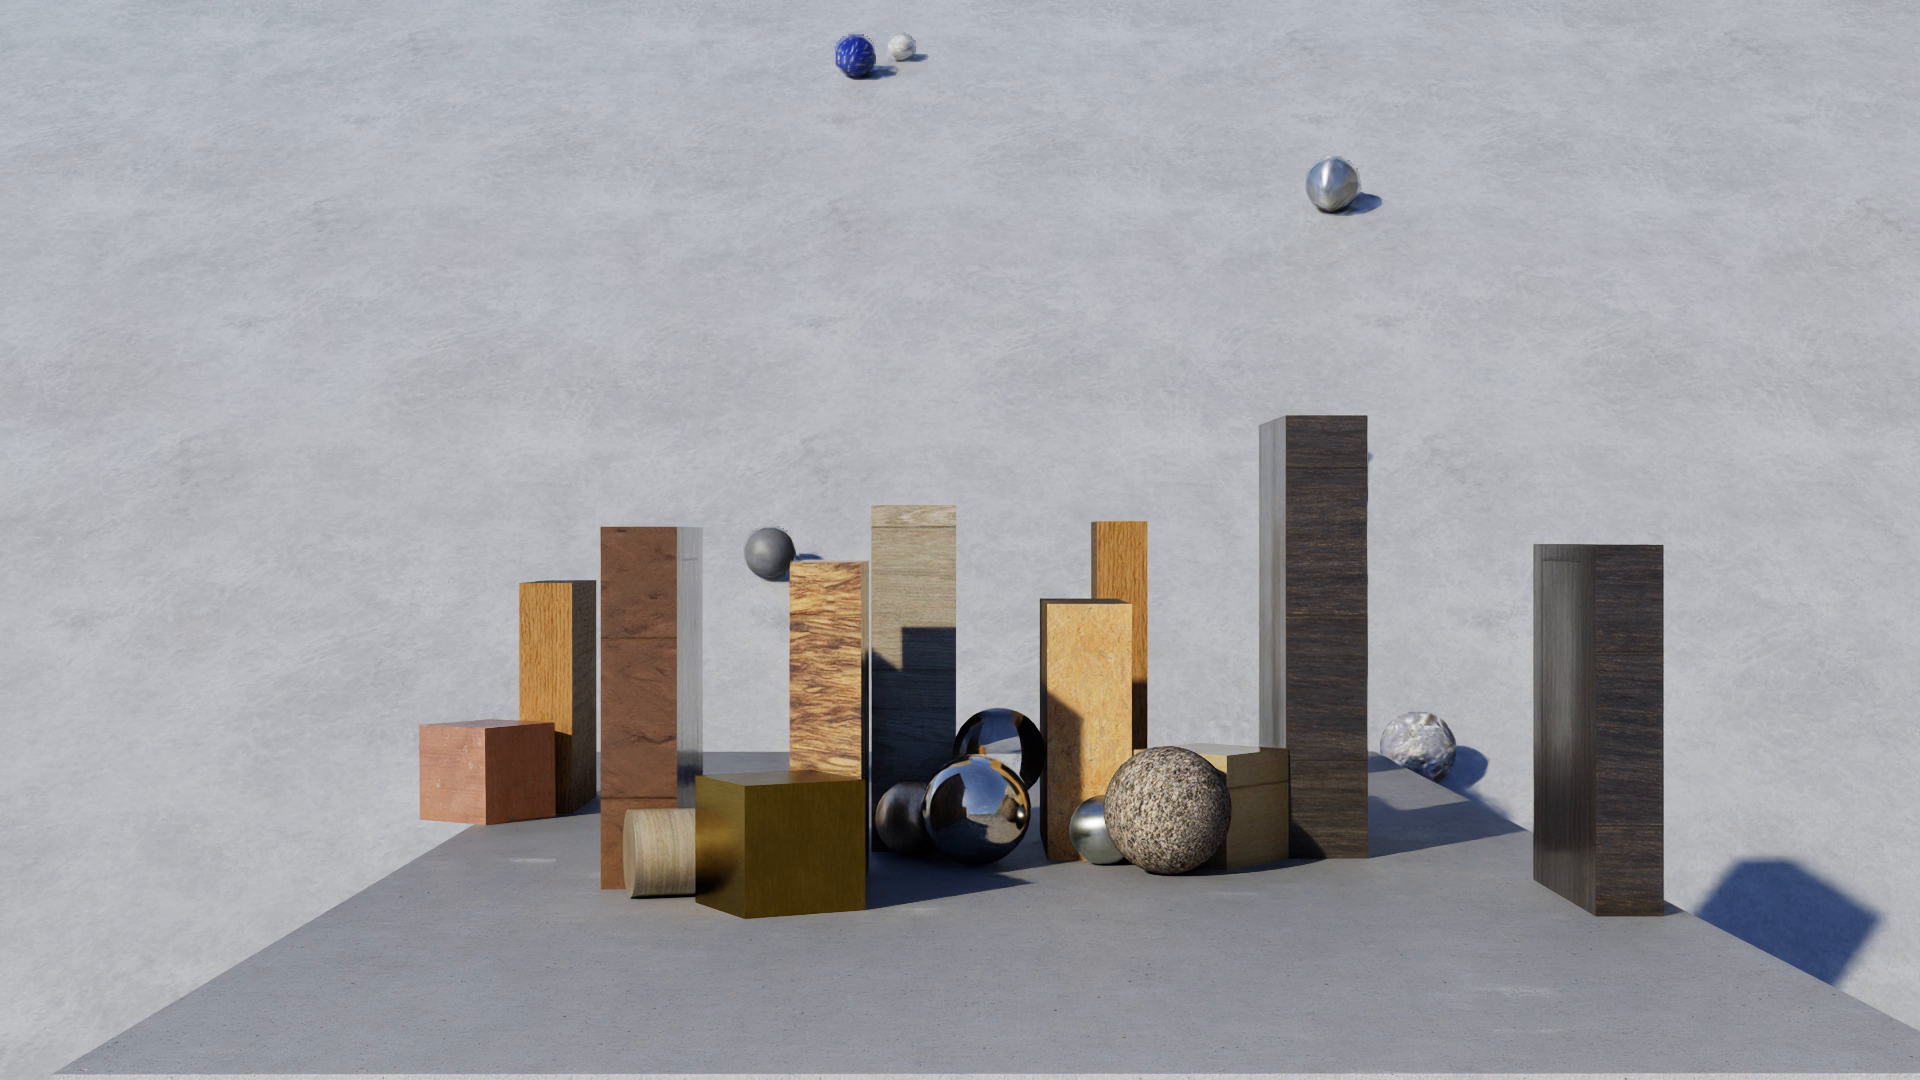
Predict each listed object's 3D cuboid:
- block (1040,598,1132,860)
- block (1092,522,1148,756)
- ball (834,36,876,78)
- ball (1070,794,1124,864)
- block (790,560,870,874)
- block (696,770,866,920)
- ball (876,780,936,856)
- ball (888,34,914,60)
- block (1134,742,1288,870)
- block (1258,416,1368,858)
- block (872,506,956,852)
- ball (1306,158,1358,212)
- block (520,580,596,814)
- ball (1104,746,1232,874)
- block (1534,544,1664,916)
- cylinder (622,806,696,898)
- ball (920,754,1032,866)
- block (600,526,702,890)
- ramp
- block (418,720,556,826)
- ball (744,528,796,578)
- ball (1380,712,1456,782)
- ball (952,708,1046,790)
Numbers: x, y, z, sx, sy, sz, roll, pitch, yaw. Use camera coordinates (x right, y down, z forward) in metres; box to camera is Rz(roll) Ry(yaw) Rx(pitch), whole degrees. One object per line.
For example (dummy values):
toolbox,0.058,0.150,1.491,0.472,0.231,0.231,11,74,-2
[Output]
block,0.221,0.327,4.614,0.144,0.437,0.409,0,0,0
block,0.338,0.253,5.504,0.105,0.584,0.240,0,0,0
ball,-0.457,-2.106,11.269,0.179,0.179,0.179,0,30,0
ball,0.242,0.487,4.351,0.117,0.117,0.117,0,30,0
block,-0.208,0.290,4.164,0.110,0.512,0.351,0,0,0
block,-0.269,0.450,3.859,0.192,0.192,0.192,0,0,-27
ball,-0.081,0.480,4.461,0.131,0.131,0.131,0,30,0
ball,-0.262,-2.183,11.468,0.115,0.115,0.115,0,30,0
block,0.429,0.451,4.412,0.189,0.189,0.189,0,0,40
block,0.628,0.166,4.625,0.140,0.759,0.394,0,0,0
block,-0.081,0.242,4.677,0.148,0.607,0.300,0,0,0
ball,1.432,-1.368,9.958,0.204,0.204,0.204,0,30,0
block,-0.826,0.316,5.330,0.105,0.460,0.348,0,0,0
ball,0.339,0.441,4.228,0.209,0.209,0.209,0,30,0
block,0.971,0.276,3.953,0.099,0.539,0.408,0,0,0
cylinder,-0.441,0.479,3.975,0.135,0.135,0.135,0,29,-16
ball,0.027,0.453,4.347,0.186,0.186,0.186,0,30,0
block,-0.502,0.262,4.248,0.120,0.567,0.407,0,0,0
ramp,0.067,0.596,4.652,2.000,0.100,4.000,0,0,0
block,-0.927,0.453,5.077,0.185,0.185,0.185,0,0,36
ball,-0.556,0.038,7.559,0.149,0.149,0.149,0,30,0
ball,1.176,0.537,6.642,0.195,0.195,0.195,0,30,0
ball,0.068,0.372,4.495,0.162,0.162,0.162,0,30,0
